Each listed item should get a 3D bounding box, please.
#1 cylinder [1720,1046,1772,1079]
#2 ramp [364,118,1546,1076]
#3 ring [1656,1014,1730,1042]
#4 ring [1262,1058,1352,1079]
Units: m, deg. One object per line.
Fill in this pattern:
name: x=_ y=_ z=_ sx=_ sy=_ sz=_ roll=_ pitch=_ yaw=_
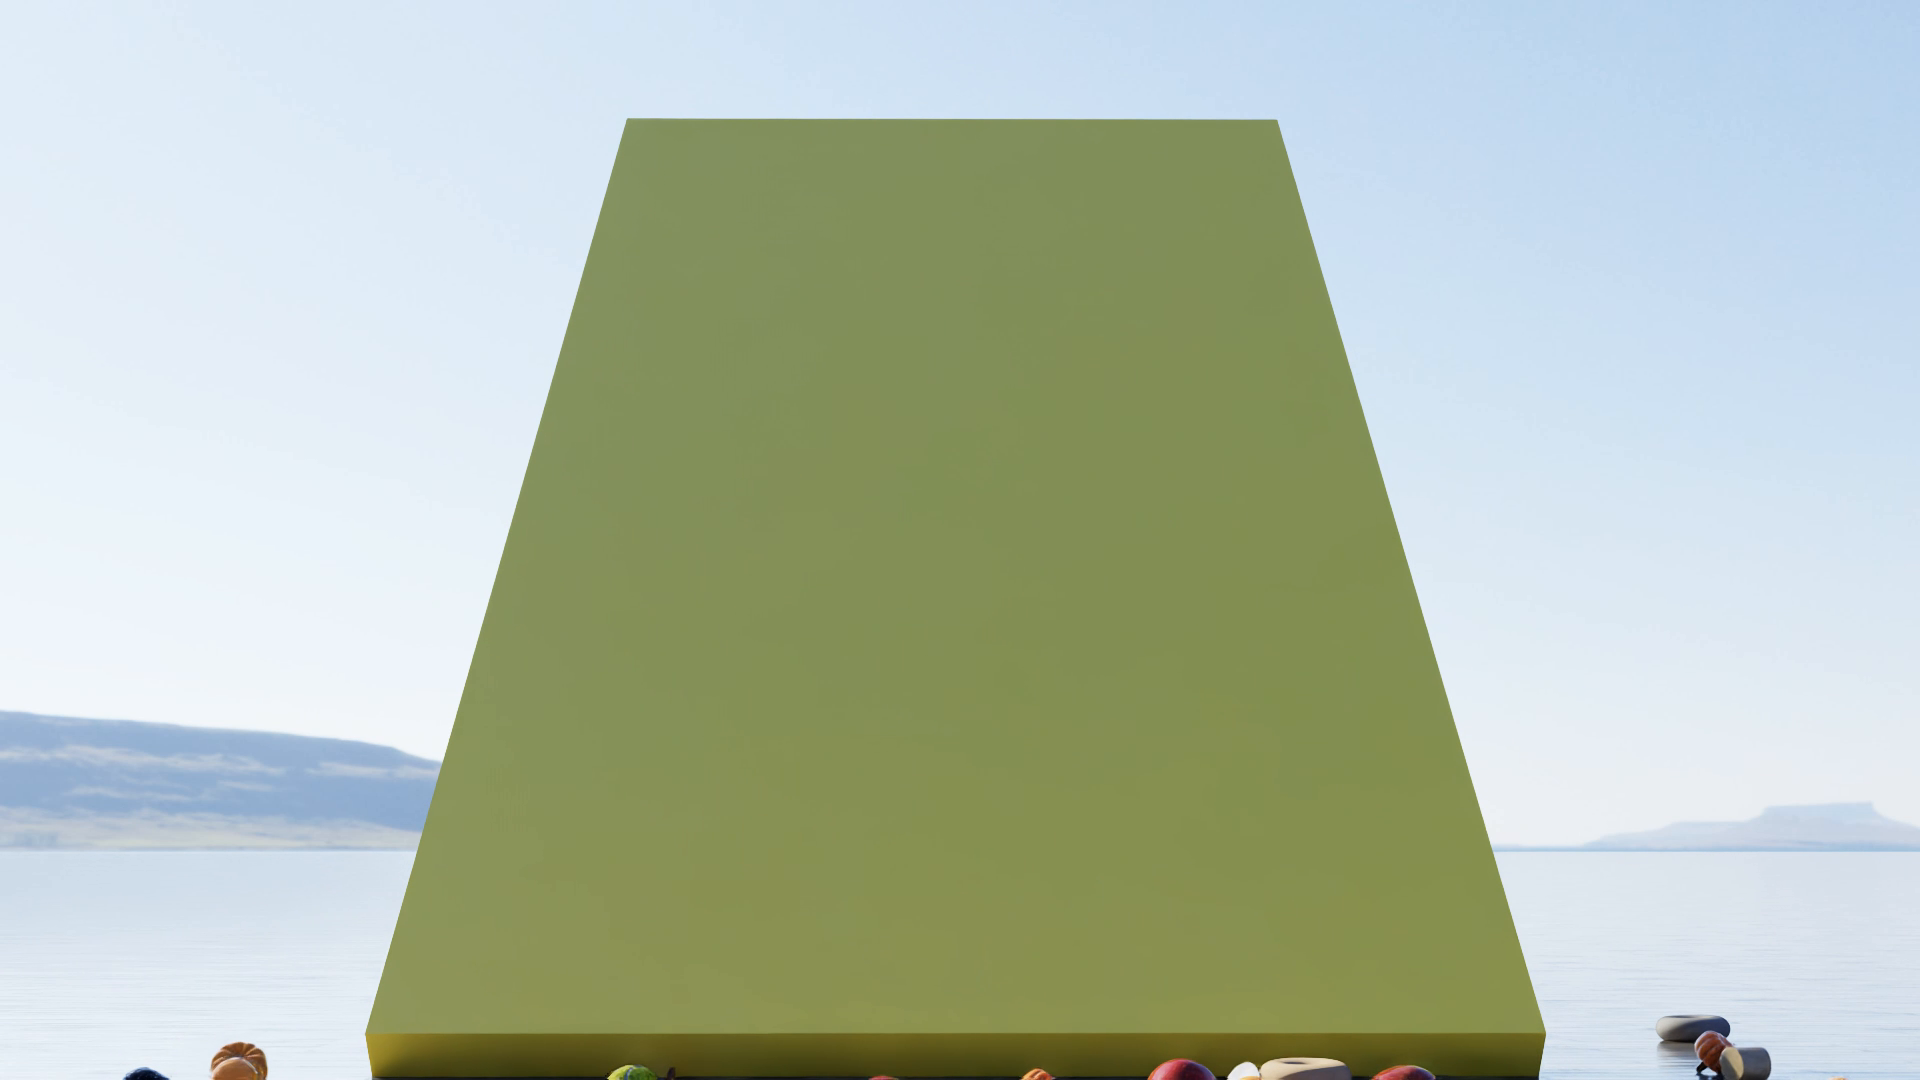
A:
cylinder: x=1.319 y=0.879 z=4.110 sx=0.059 sy=0.059 sz=0.059 roll=3 pitch=-8 yaw=-22
ramp: x=-0.015 y=-0.188 z=5.863 sx=2.000 sy=0.100 sz=4.000 roll=0 pitch=32 yaw=0
ring: x=1.490 y=0.993 z=4.978 sx=0.146 sy=0.049 sz=0.146 roll=-1 pitch=-7 yaw=0
ring: x=0.554 y=0.861 z=3.928 sx=0.149 sy=0.050 sz=0.149 roll=-1 pitch=-6 yaw=0
